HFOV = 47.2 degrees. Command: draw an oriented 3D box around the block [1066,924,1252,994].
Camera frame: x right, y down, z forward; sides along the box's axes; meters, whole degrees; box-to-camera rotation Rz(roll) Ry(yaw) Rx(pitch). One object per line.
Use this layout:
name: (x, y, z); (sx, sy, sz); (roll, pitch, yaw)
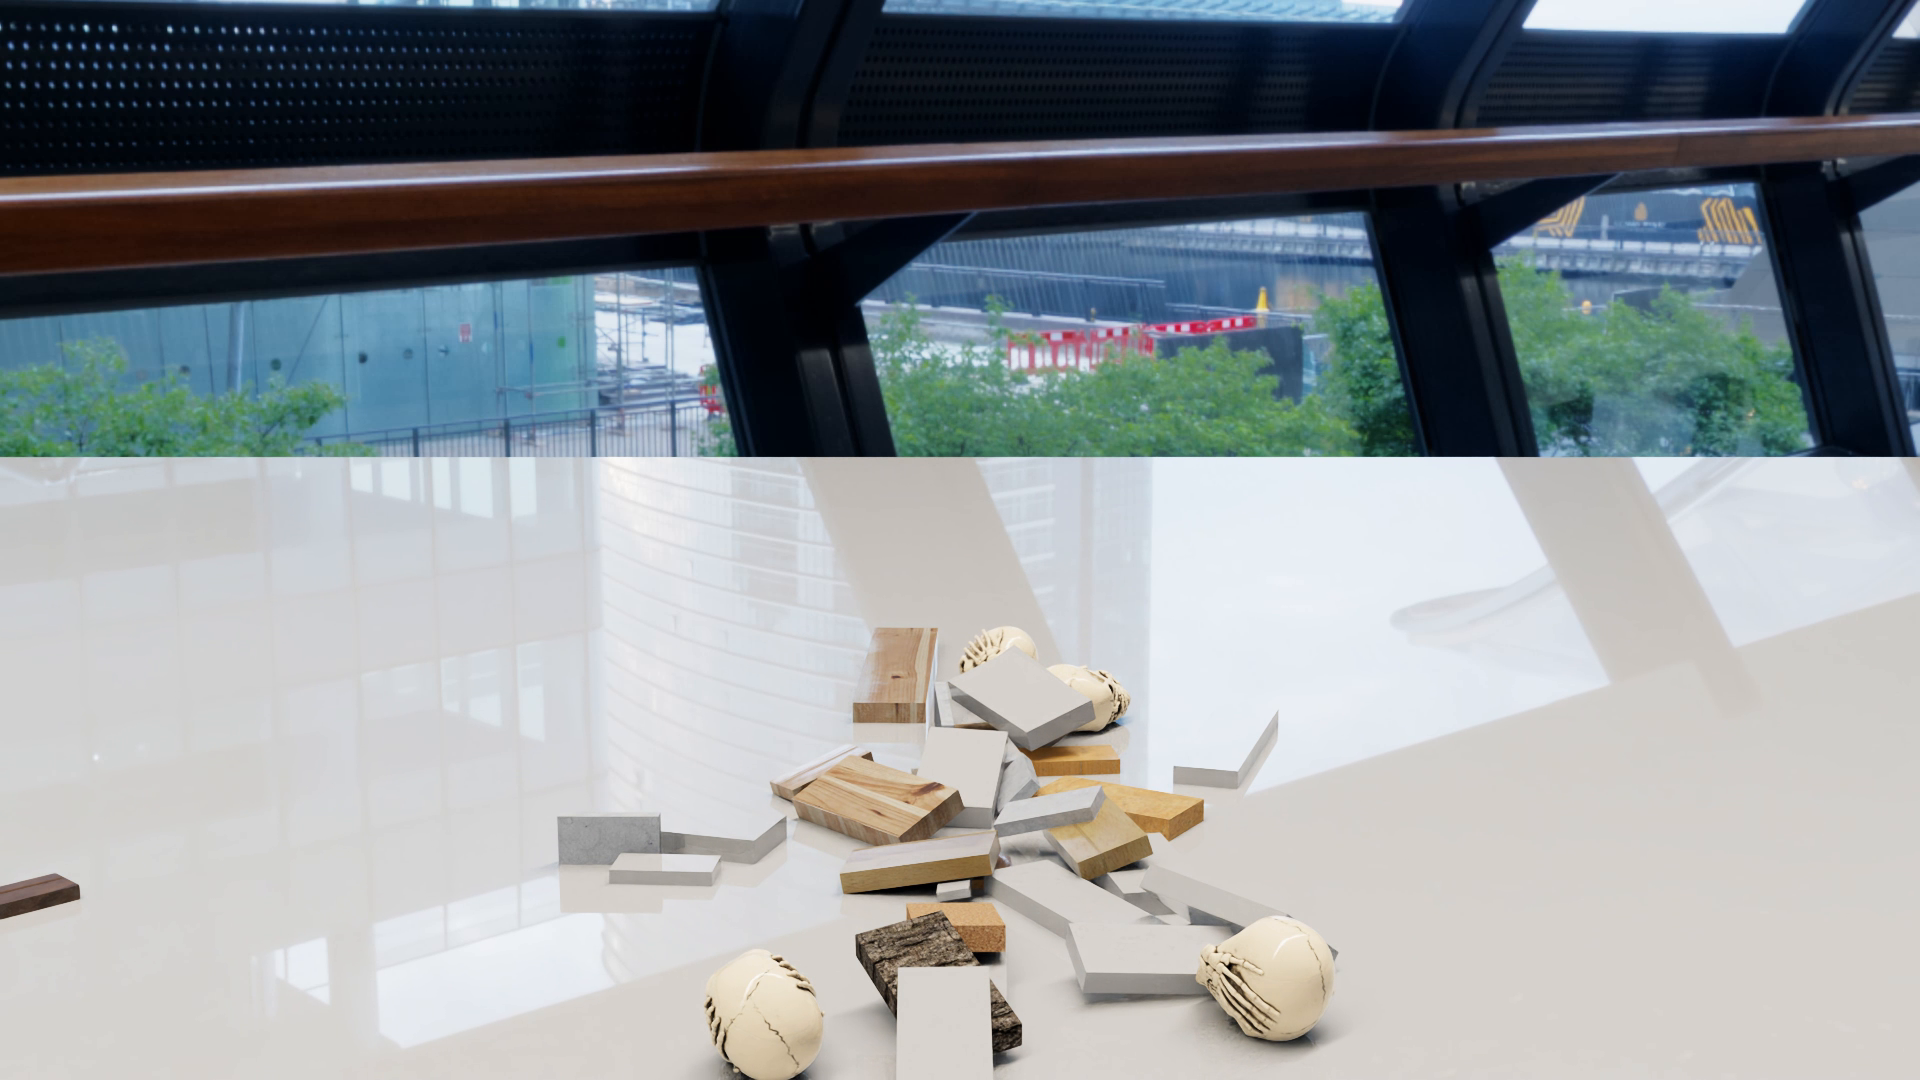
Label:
block: (0.294, 0.622, 3.264); (0.252, 0.036, 0.126); (3, 23, -11)

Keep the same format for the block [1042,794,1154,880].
block: (0.230, 0.507, 3.769); (0.127, 0.036, 0.254); (-21, 14, -9)

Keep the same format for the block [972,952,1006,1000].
block: (0.000, 0.655, 3.213); (0.136, 0.039, 0.273); (0, 11, 1)

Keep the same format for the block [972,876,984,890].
block: (0.007, 0.569, 3.741); (0.054, 0.015, 0.109); (-2, 11, -12)

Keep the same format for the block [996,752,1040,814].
block: (0.104, 0.463, 4.135); (0.025, 0.088, 0.175); (43, 5, -10)

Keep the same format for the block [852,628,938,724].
block: (-0.142, 0.305, 5.082); (0.157, 0.044, 0.728); (0, 11, 1)

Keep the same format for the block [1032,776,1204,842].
block: (0.288, 0.495, 4.068); (0.291, 0.041, 0.145); (6, 12, 31)

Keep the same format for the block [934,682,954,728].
block: (-0.034, 0.380, 4.561); (0.025, 0.088, 0.351); (-1, 11, -3)

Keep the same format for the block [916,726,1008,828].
block: (0.000, 0.445, 4.149); (0.152, 0.043, 0.304); (3, 22, 6)

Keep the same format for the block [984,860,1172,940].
block: (0.203, 0.600, 3.516); (0.126, 0.036, 0.439); (-6, 12, -29)

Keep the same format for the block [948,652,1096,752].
block: (0.123, 0.325, 4.481); (0.157, 0.044, 0.314); (-24, 27, -23)

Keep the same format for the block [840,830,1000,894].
block: (-0.066, 0.542, 3.705); (0.254, 0.036, 0.127); (-9, 9, 9)

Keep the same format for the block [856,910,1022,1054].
block: (-0.033, 0.631, 3.091); (0.136, 0.039, 0.273); (-12, 31, -21)

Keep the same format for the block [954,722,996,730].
block: (0.043, 0.414, 4.548); (0.088, 0.025, 0.175); (-3, 11, -16)

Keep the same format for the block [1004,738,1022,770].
block: (0.060, 0.432, 4.350); (0.104, 0.030, 0.209); (-19, 12, -7)

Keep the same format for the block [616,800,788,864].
block: (-0.479, 0.520, 3.927); (0.304, 0.043, 0.152); (3, 11, 17)

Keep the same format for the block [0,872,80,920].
block: (-1.549, 0.589, 3.607); (0.088, 0.025, 0.176); (10, 14, 42)

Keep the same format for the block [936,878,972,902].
block: (-0.008, 0.569, 3.658); (0.054, 0.015, 0.109); (-10, 13, 5)

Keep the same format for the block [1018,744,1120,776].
block: (0.207, 0.441, 4.390); (0.209, 0.030, 0.104); (-1, 11, -7)

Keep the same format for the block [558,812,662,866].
block: (-0.608, 0.518, 3.816); (0.175, 0.088, 0.025); (0, 11, 0)

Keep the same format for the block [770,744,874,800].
block: (-0.265, 0.447, 4.228); (0.182, 0.026, 0.091); (-24, 18, -29)

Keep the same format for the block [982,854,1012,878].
block: (0.061, 0.558, 3.755); (0.054, 0.015, 0.109); (13, 7, -5)

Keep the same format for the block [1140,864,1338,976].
block: (0.426, 0.582, 3.381); (0.291, 0.041, 0.145); (13, -21, 50)

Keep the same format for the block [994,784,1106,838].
block: (0.157, 0.476, 3.856); (0.182, 0.026, 0.091); (-13, 14, 21)

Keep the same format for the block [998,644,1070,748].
block: (0.133, 0.335, 4.585); (0.157, 0.044, 0.314); (-36, 31, -12)

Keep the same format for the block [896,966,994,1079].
block: (-0.021, 0.667, 2.945); (0.126, 0.036, 0.252); (-1, 28, -1)

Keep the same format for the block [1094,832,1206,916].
block: (0.308, 0.562, 3.707); (0.145, 0.041, 0.291); (-2, 11, -11)

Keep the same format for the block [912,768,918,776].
block: (-0.046, 0.476, 4.213); (0.091, 0.026, 0.182); (0, 11, -2)

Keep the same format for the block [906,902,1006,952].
block: (-0.009, 0.593, 3.375); (0.136, 0.039, 0.273); (0, -2, -4)

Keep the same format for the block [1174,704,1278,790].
block: (0.549, 0.418, 4.498); (0.127, 0.036, 0.492); (3, 11, 17)

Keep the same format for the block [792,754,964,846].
block: (-0.151, 0.479, 3.996); (0.152, 0.043, 0.304); (-36, 30, -33)

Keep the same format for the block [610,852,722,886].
block: (-0.502, 0.562, 3.752); (0.175, 0.025, 0.088); (1, 11, 4)
